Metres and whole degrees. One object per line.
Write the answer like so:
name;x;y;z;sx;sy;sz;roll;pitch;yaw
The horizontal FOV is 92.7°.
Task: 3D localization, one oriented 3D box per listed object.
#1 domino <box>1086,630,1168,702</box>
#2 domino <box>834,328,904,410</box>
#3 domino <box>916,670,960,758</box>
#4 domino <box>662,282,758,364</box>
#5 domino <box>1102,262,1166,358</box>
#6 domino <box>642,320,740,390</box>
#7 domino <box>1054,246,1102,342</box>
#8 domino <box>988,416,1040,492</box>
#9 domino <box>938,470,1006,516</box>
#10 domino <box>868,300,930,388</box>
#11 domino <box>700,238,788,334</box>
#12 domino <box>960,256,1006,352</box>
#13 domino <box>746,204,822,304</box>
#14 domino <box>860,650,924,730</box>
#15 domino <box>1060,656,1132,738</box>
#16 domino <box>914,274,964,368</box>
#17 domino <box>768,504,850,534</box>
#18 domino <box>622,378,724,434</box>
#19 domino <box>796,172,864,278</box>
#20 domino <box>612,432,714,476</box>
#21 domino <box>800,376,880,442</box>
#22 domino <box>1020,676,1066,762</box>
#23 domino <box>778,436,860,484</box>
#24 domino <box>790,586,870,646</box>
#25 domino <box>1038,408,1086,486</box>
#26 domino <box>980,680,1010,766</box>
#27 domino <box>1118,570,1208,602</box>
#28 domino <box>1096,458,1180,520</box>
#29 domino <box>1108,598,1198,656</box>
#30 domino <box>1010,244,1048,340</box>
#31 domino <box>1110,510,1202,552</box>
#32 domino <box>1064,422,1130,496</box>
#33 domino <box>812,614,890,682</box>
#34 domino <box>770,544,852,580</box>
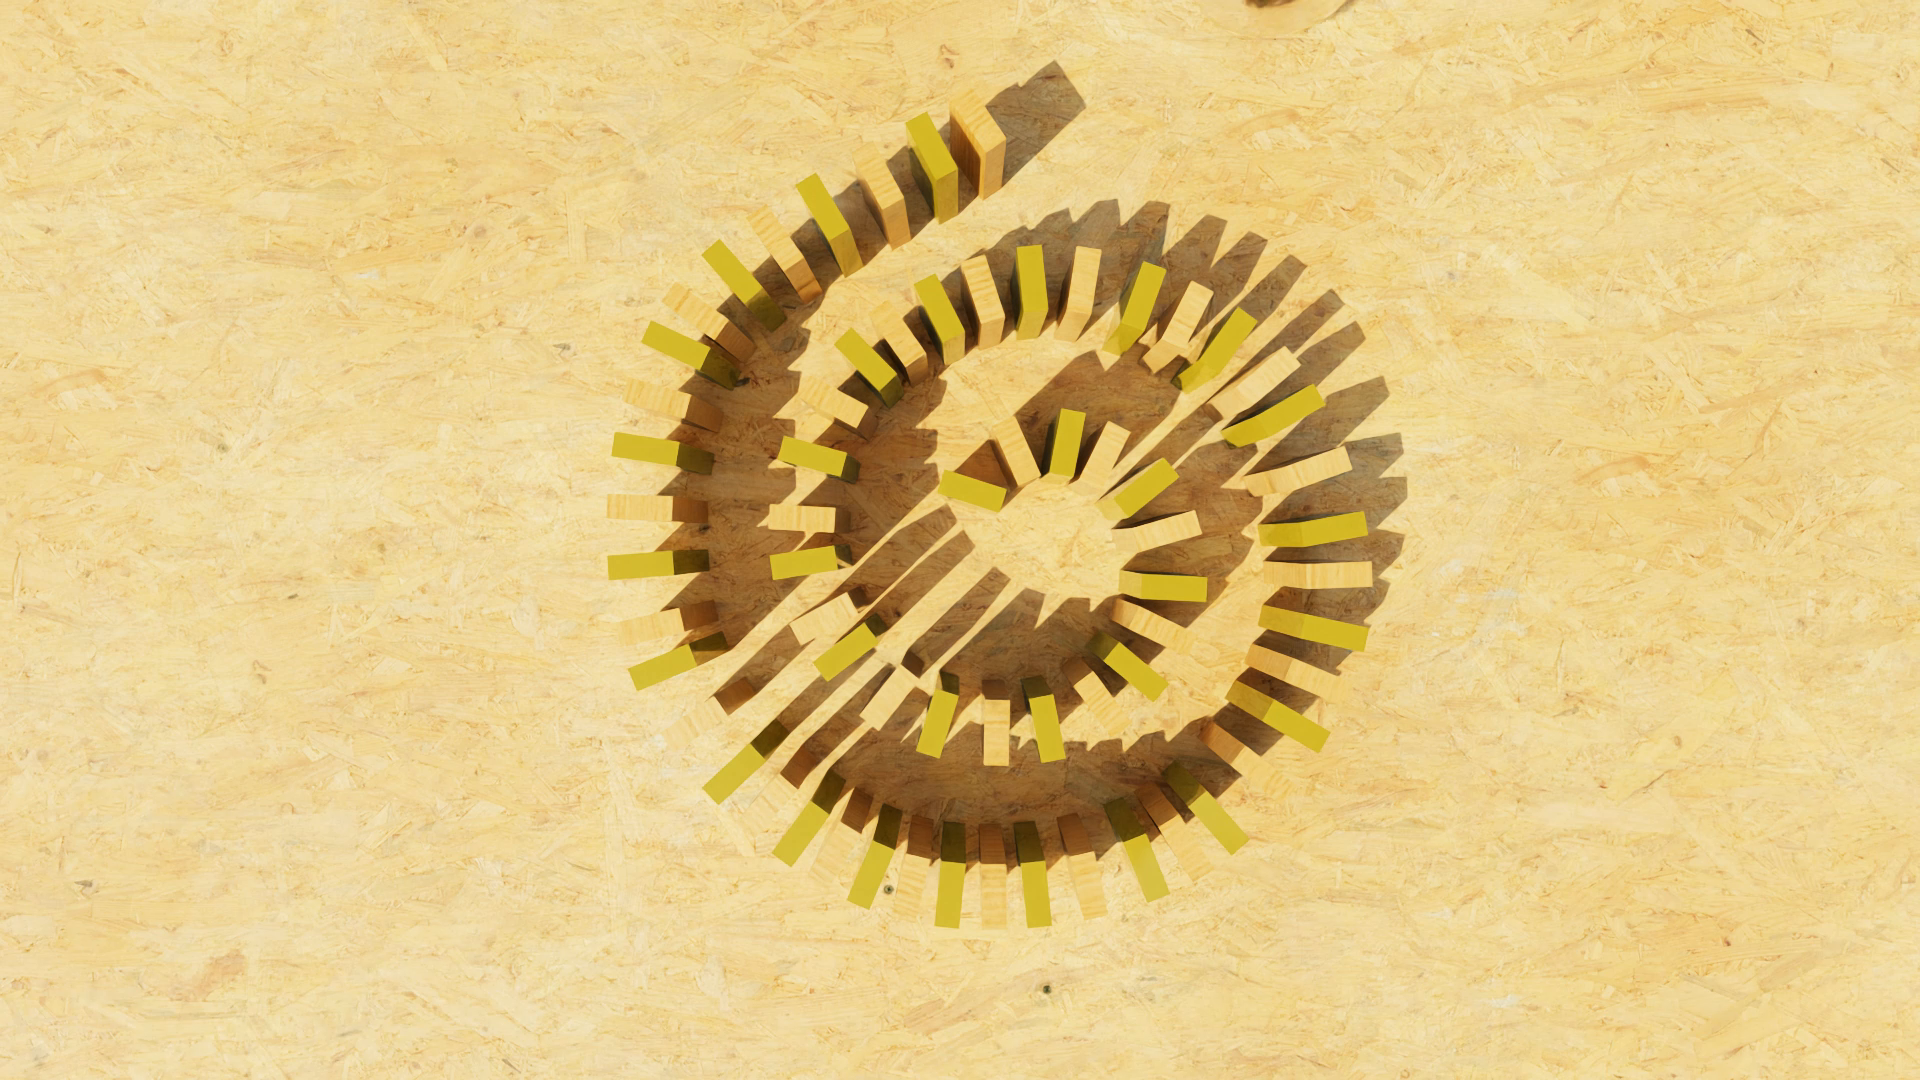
domino;0.067;0.051;0.375;0.025;0.050;0.009;40;90;0
domino;-0.036;-0.069;0.375;0.009;0.050;0.025;-44;90;0
domino;-0.009;0.070;0.375;0.009;0.050;0.025;17;90;0
domino;-0.101;-0.088;0.375;0.025;0.050;0.010;36;90;0
domino;0.070;-0.093;0.375;0.009;0.050;0.025;20;90;0
domino;-0.109;-0.074;0.375;0.025;0.050;0.009;25;90;0
domino;0.047;-0.099;0.375;0.009;0.050;0.025;9;90;0
domino;0.022;-0.034;0.375;0.010;0.050;0.025;-24;90;0
domino;0.005;-0.019;0.375;0.025;0.050;0.009;18;90;0
domino;-0.024;-0.079;0.375;0.009;0.050;0.025;-35;90;0
domino;-0.087;-0.103;0.375;0.009;0.050;0.025;-42;90;0
domino;0.009;-0.096;0.375;0.009;0.050;0.025;-18;90;0
domino;-0.071;-0.116;0.375;0.009;0.050;0.025;-35;90;0
domino;-0.027;0.060;0.375;0.010;0.050;0.025;39;90;0
domino;0.055;0.063;0.375;0.010;0.050;0.025;-37;90;0
domino;-0.008;-0.089;0.375;0.010;0.050;0.025;-27;90;0
domino;-0.060;-0.008;0.375;0.025;0.050;0.009;3;90;0
domino;-0.116;-0.054;0.375;0.025;0.050;0.009;16;90;0
domino;-0.053;-0.127;0.375;0.010;0.050;0.025;-31;90;0
domino;-0.120;-0.035;0.375;0.025;0.050;0.010;9;90;0
domino;-0.048;-0.053;0.375;0.025;0.050;0.009;28;90;0
domino;0.033;0.072;0.375;0.009;0.050;0.025;-11;90;0
domino;-0.056;-0.032;0.375;0.025;0.050;0.009;15;90;0
domino;-0.052;0.030;0.375;0.025;0.050;0.010;-29;90;0
domino;0.041;-0.037;0.375;0.009;0.050;0.025;11;90;0
domino;0.014;0.074;0.375;0.010;0.050;0.025;1;90;0
domino;0.082;0.018;0.375;0.025;0.050;0.009;3;90;0
domino;0.071;-0.020;0.375;0.025;0.050;0.009;-39;90;0
domino;0.078;0.035;0.375;0.025;0.050;0.010;26;90;0
domino;0.028;-0.100;0.375;0.009;0.050;0.025;-6;90;0
domino;0.079;-0.003;0.375;0.025;0.050;0.009;-16;90;0
domino;0.055;-0.032;0.375;0.010;0.050;0.025;27;90;0
domino;-0.044;0.043;0.375;0.025;0.050;0.010;-37;90;0
domino;-0.060;0.009;0.375;0.025;0.050;0.009;-9;90;0
